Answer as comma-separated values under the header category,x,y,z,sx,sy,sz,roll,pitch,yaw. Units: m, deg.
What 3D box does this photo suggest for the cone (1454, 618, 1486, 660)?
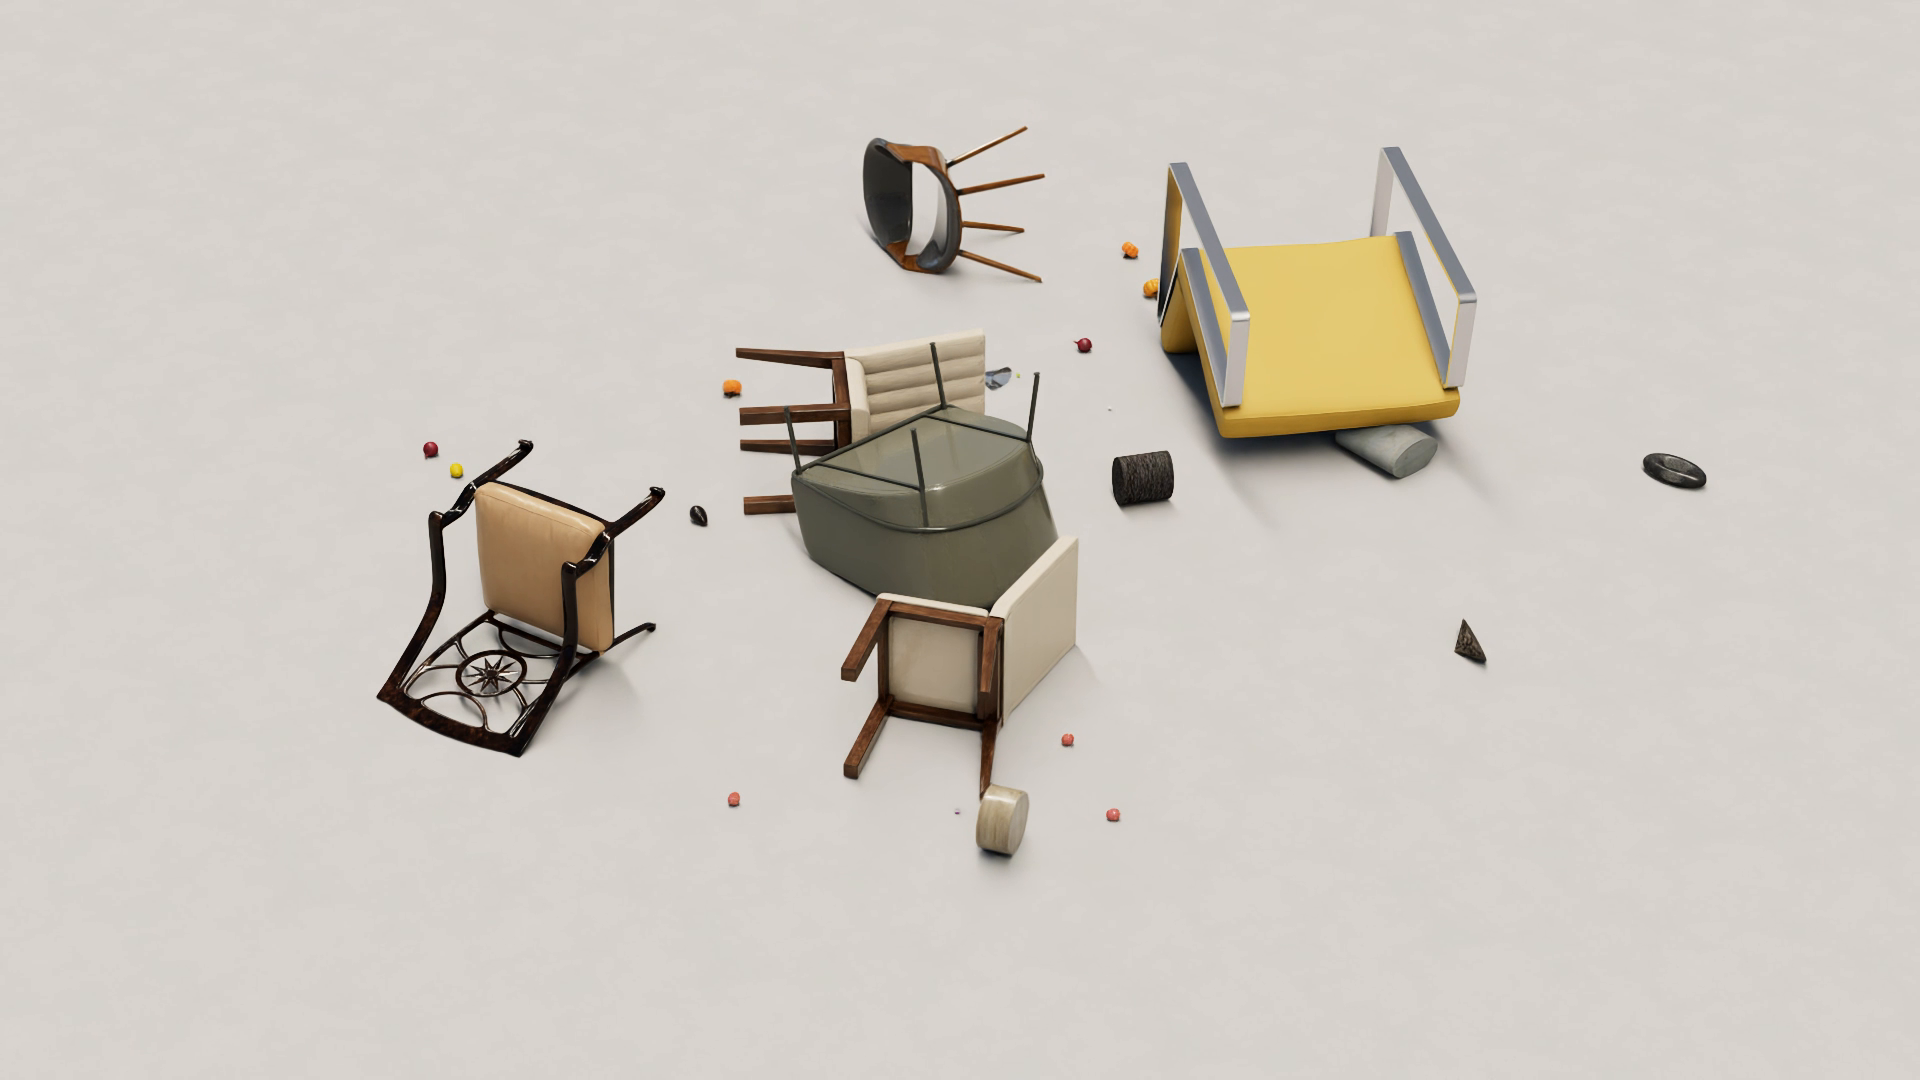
category,x,y,z,sx,sy,sz,roll,pitch,yaw
cone,1.778,0.373,10.335,0.086,0.117,0.223,-33,33,13

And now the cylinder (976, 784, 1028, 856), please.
category,x,y,z,sx,sy,sz,roll,pitch,yaw
cylinder,0.136,0.896,9.394,0.109,0.210,0.201,11,24,17

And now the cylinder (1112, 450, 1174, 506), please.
category,x,y,z,sx,sy,sz,roll,pitch,yaw
cylinder,0.694,-0.236,11.121,0.198,0.201,0.155,-8,42,-12

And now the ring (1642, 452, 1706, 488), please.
category,x,y,z,sx,sy,sz,roll,pitch,yaw
ring,2.754,-0.268,11.296,0.270,0.062,0.144,26,43,34

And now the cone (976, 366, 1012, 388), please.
category,x,y,z,sx,sy,sz,roll,pitch,yaw
cone,0.114,-0.668,11.927,0.146,0.073,0.134,10,34,40

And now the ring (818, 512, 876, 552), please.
category,x,y,z,sx,sy,sz,roll,pitch,yaw
ring,-0.421,-0.030,10.938,0.222,0.060,0.230,0,34,-1

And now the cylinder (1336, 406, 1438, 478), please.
category,x,y,z,sx,sy,sz,roll,pitch,yaw
cylinder,1.658,-0.383,11.395,0.251,0.143,0.307,-27,42,-29

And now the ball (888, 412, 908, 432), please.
category,x,y,z,sx,sy,sz,roll,pitch,yaw
ball,-0.244,-0.467,11.586,0.074,0.074,0.074,0,33,0
